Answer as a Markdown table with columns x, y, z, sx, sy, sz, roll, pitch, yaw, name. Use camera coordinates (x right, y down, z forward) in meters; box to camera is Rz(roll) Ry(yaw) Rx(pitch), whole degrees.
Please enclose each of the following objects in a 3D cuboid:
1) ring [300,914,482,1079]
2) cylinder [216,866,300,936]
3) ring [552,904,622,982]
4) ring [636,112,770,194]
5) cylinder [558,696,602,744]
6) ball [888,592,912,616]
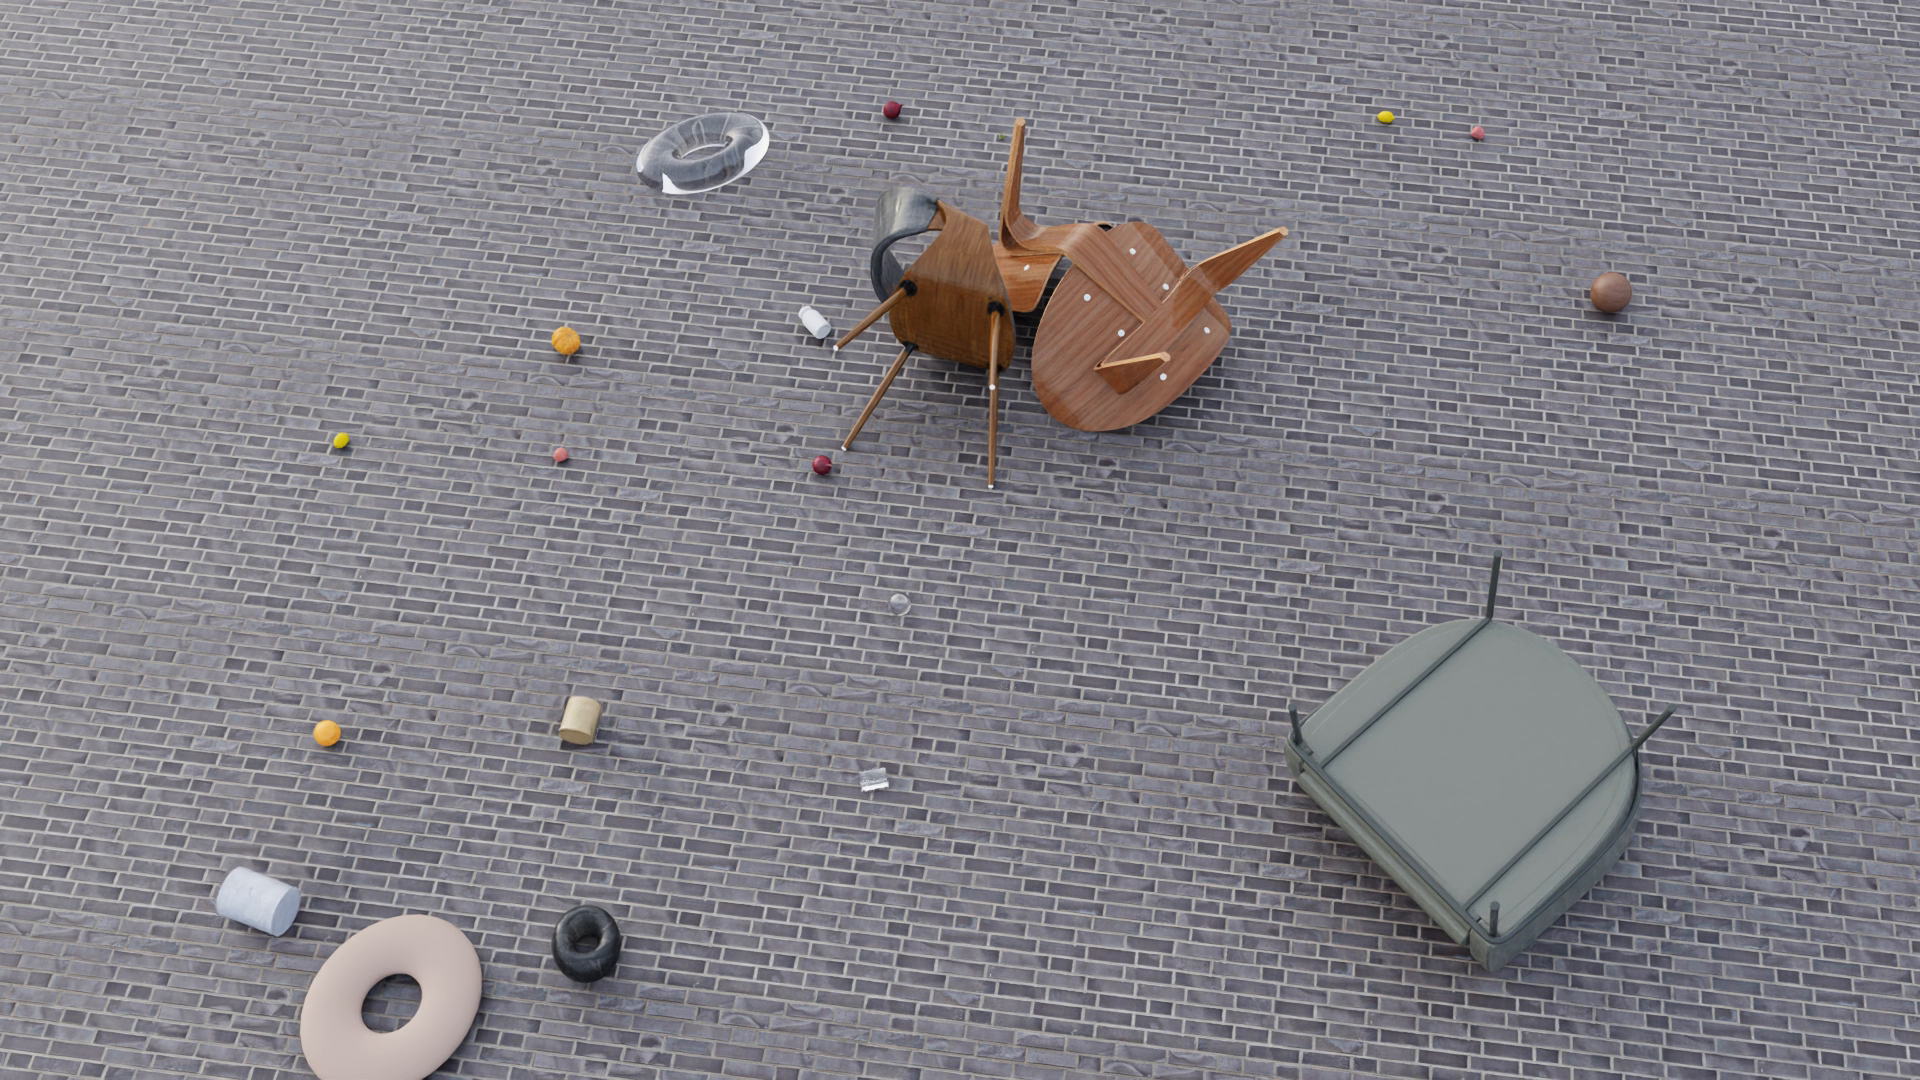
| x | y | z | sx | sy | sz | roll | pitch | yaw | name |
| --- | --- | --- | --- | --- | --- | --- | --- | --- | --- |
| -1.479 | 1.206 | 5.723 | 0.441 | 0.071 | 0.514 | 25 | 60 | 15 | ring |
| -1.864 | 0.960 | 5.848 | 0.166 | 0.136 | 0.136 | 18 | 82 | 12 | cylinder |
| -0.985 | 1.064 | 5.797 | 0.183 | 0.105 | 0.212 | -4 | 51 | -7 | ring |
| -0.862 | -1.300 | 7.374 | 0.468 | 0.121 | 0.294 | -22 | 57 | -13 | ring |
| -1.069 | 0.507 | 6.184 | 0.096 | 0.083 | 0.107 | 8 | 57 | 5 | cylinder |
| -0.177 | 0.185 | 6.408 | 0.069 | 0.069 | 0.069 | 0 | 56 | 0 | ball |
